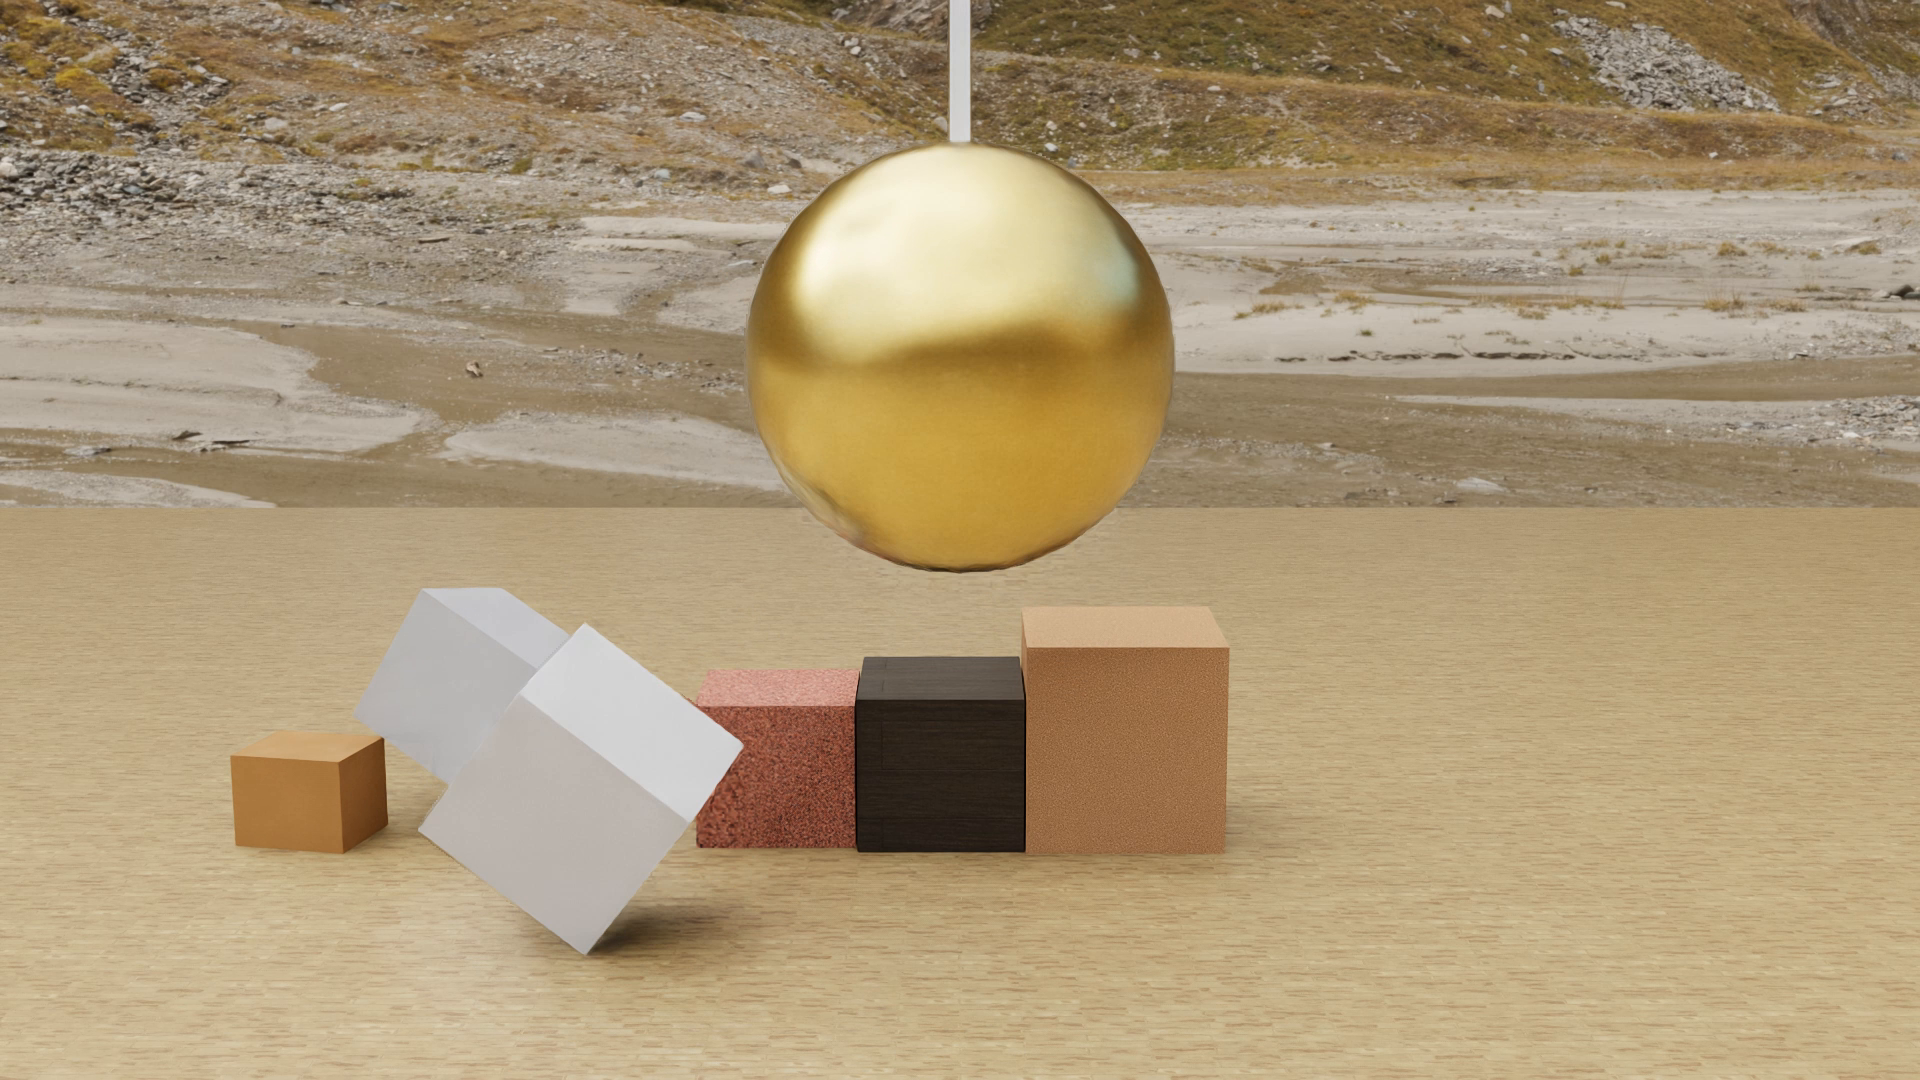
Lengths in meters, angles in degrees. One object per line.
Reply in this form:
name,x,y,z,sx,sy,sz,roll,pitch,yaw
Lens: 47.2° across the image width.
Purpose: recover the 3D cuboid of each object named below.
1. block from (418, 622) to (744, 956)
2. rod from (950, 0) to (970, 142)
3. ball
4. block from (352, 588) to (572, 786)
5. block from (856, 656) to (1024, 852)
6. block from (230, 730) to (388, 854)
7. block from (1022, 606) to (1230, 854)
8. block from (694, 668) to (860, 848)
block,-1.663,1.093,9.753,0.907,0.869,0.781,38,23,-3
rod,0.000,-3.912,9.228,0.080,5.200,0.080,0,-18,0
ball,0.000,-0.673,8.193,1.600,1.600,1.600,0,10,0
block,-2.464,0.818,11.609,0.899,0.769,0.839,32,8,15
block,-0.097,1.091,11.364,0.829,0.787,0.920,0,10,0
block,-3.311,1.278,11.213,0.592,0.473,0.483,2,11,12
block,0.825,0.959,11.342,0.993,1.055,0.958,0,10,0
block,-0.928,1.117,11.363,0.800,0.736,0.774,0,10,-1
